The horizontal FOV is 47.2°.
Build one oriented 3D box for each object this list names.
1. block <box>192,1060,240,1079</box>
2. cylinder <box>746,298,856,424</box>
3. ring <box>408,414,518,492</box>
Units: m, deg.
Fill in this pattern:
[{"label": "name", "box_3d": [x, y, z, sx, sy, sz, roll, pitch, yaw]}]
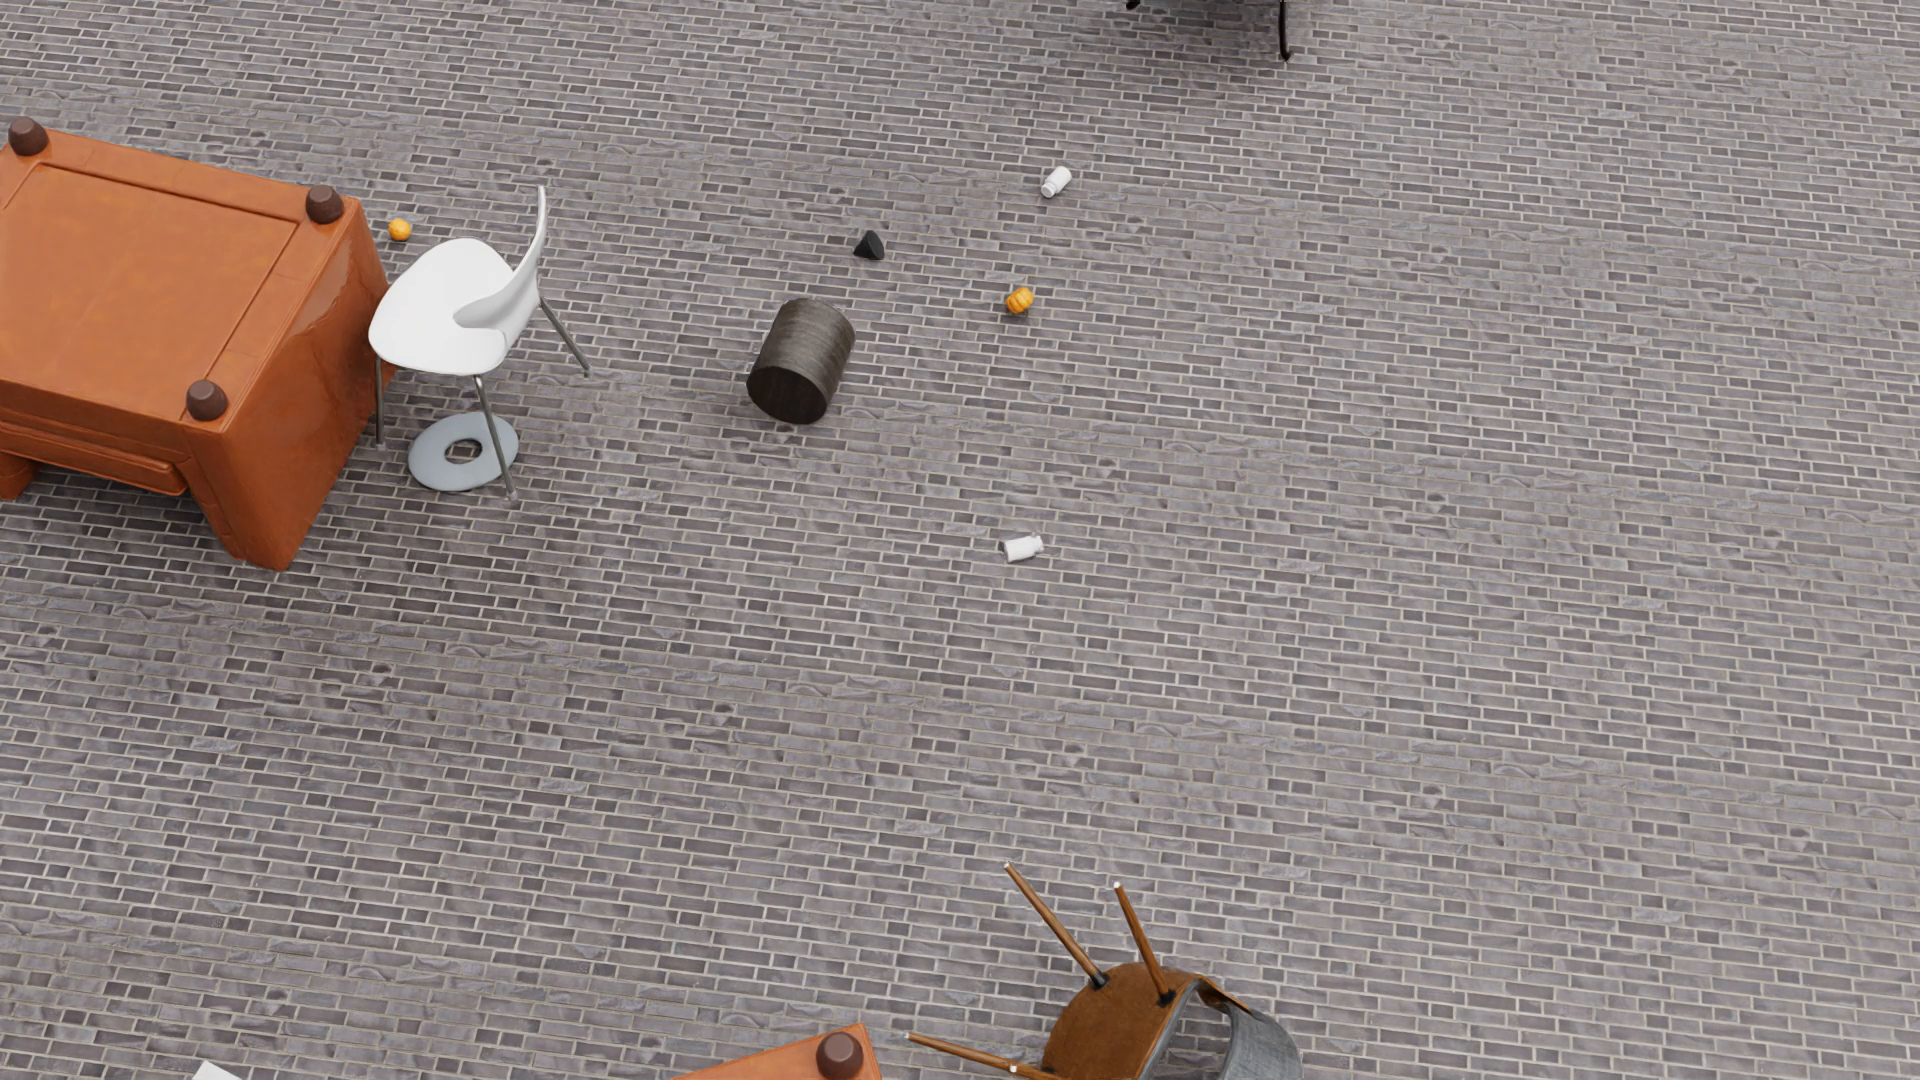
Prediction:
[{"label": "block", "box_3d": [-1.857, 1.416, 5.524, 0.129, 0.165, 0.120, 22, 59, 14]}, {"label": "cylinder", "box_3d": [-0.489, -0.550, 6.777, 0.256, 0.276, 0.278, 22, 58, -2]}, {"label": "ring", "box_3d": [-1.520, -0.271, 6.732, 0.341, 0.040, 0.289, -18, 58, -12]}]
